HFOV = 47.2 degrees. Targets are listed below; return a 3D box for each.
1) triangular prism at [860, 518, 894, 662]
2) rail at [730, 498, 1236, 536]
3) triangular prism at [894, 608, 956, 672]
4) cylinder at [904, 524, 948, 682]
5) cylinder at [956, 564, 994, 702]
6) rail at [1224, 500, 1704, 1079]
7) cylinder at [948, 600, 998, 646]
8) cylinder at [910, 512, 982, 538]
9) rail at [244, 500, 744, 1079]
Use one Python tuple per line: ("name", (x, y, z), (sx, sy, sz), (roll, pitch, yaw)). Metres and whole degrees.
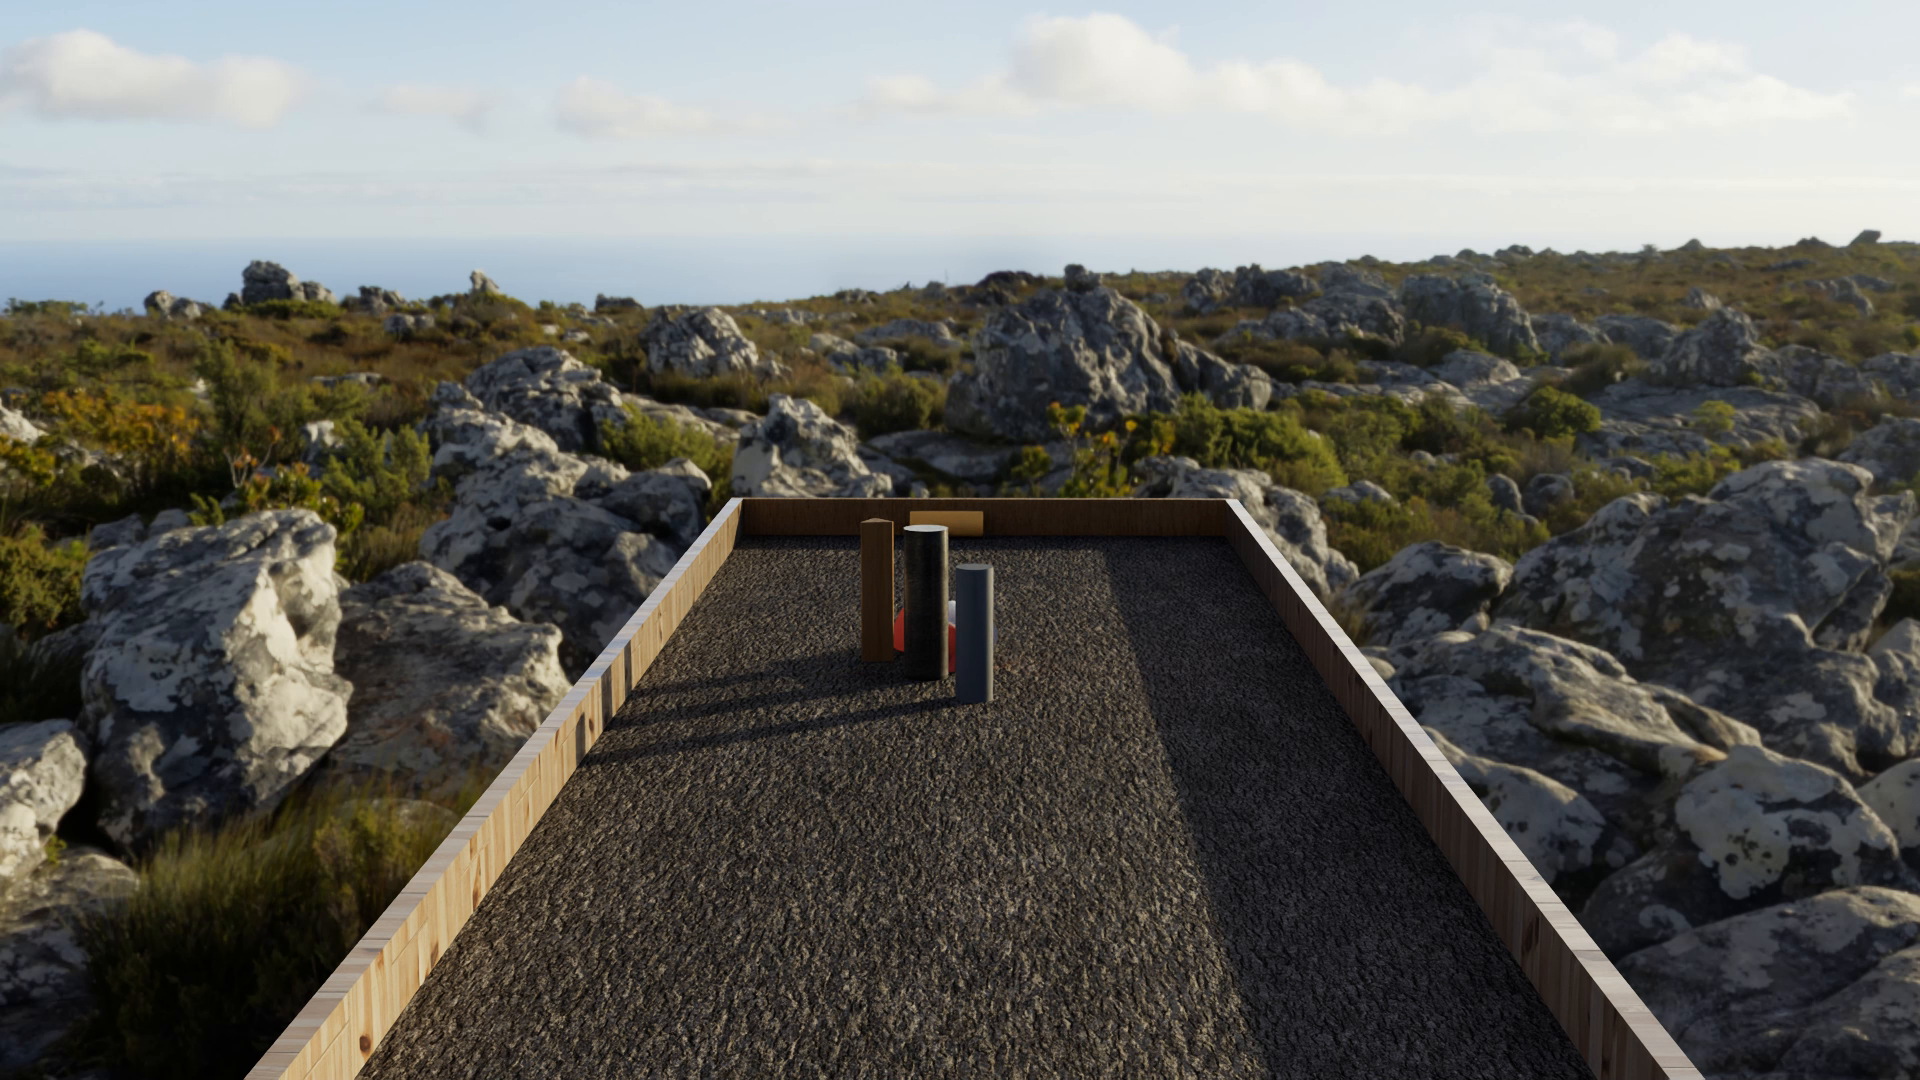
("triangular prism", (-0.254, 0.151, 6.690), (0.097, 0.428, 0.084), (-1, 9, -6))
("rail", (0.099, -0.098, 9.147), (2.100, 0.150, 0.050), (0, 9, 1))
("triangular prism", (-0.080, 0.300, 6.736), (0.131, 0.113, 0.438), (-4, 10, -26))
("cylinder", (-0.099, 0.183, 6.442), (0.131, 0.442, 0.131), (0, 9, 0))
("cylinder", (0.040, 0.260, 6.164), (0.106, 0.376, 0.106), (0, 9, 0))
("rail", (1.046, 0.843, 3.208), (0.050, 0.150, 12.000), (0, 9, 1))
("cylinder", (0.019, 0.274, 6.913), (0.115, 0.115, 0.302), (-3, 9, -17))
("cylinder", (-0.056, -0.065, 9.071), (0.300, 0.109, 0.109), (0, 9, 0))
("rail", (-1.004, 0.839, 3.234), (0.050, 0.150, 12.000), (0, 9, 1))
